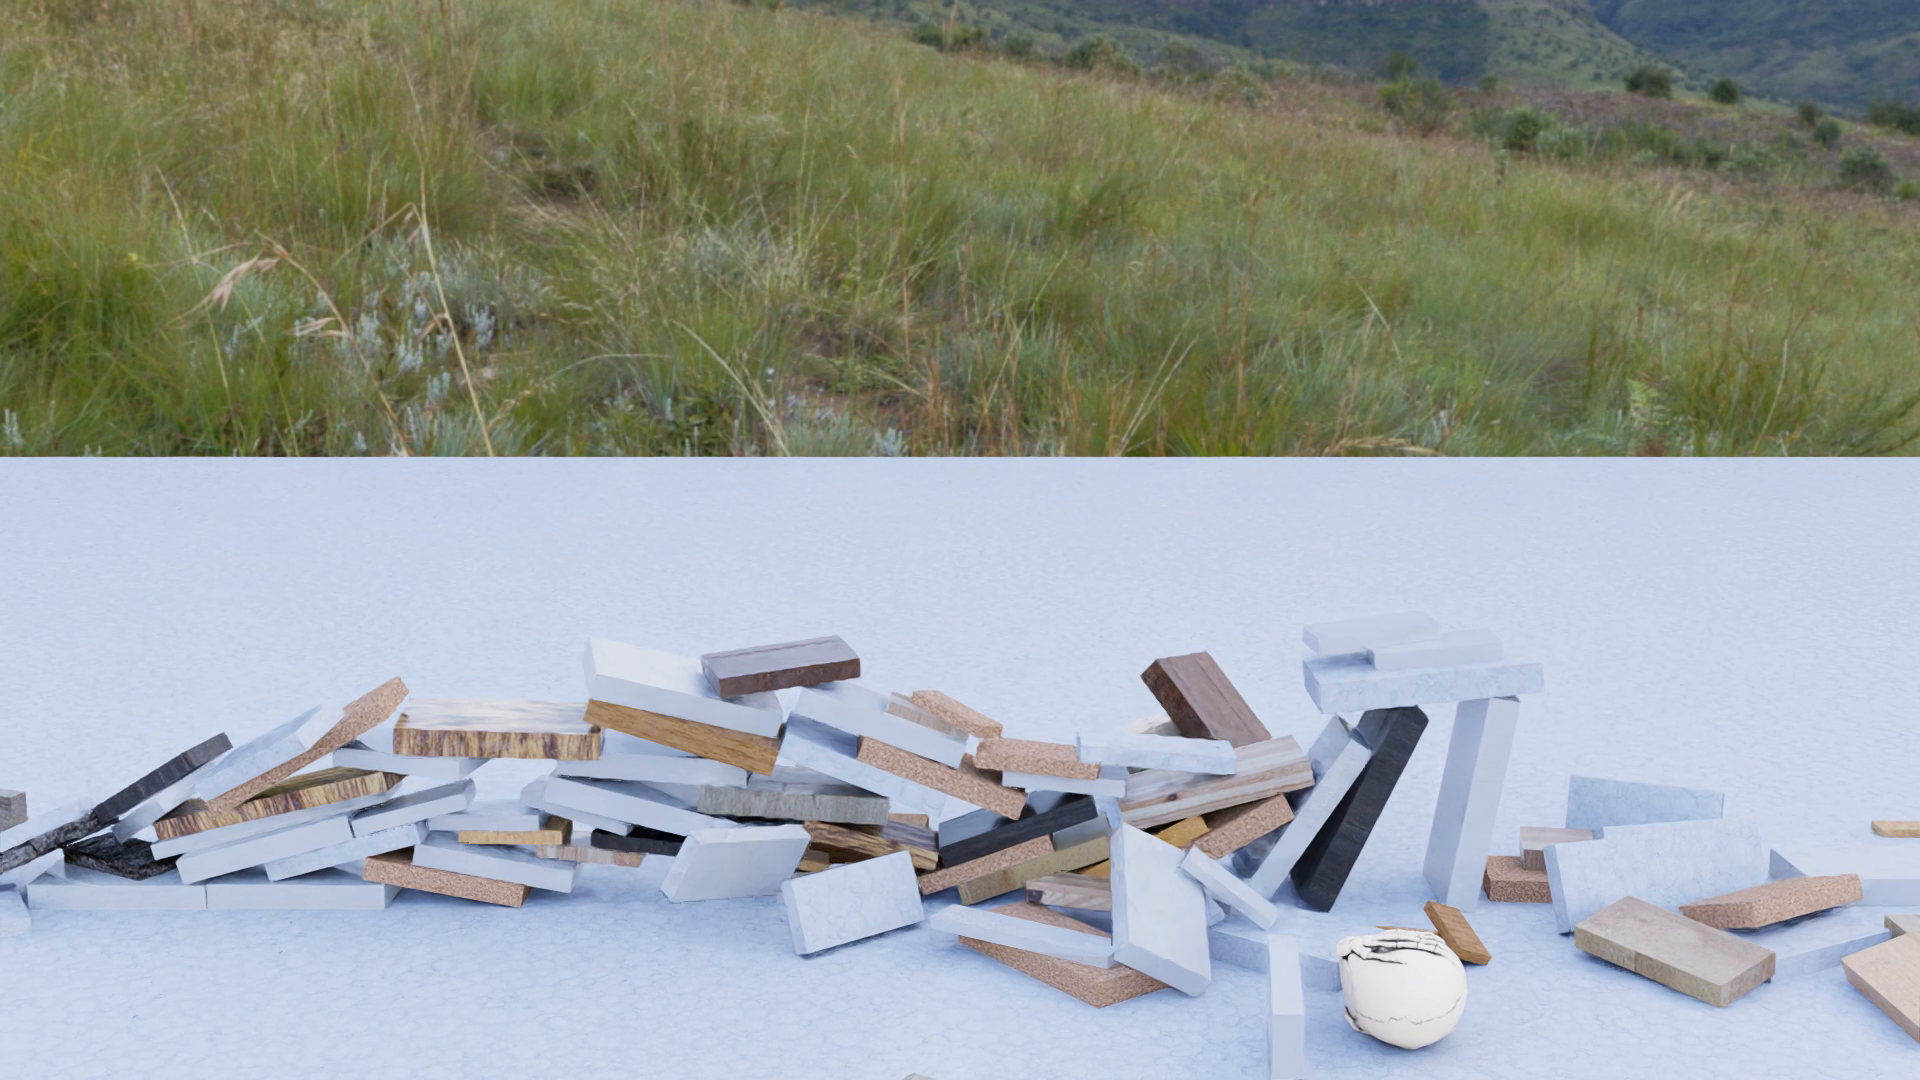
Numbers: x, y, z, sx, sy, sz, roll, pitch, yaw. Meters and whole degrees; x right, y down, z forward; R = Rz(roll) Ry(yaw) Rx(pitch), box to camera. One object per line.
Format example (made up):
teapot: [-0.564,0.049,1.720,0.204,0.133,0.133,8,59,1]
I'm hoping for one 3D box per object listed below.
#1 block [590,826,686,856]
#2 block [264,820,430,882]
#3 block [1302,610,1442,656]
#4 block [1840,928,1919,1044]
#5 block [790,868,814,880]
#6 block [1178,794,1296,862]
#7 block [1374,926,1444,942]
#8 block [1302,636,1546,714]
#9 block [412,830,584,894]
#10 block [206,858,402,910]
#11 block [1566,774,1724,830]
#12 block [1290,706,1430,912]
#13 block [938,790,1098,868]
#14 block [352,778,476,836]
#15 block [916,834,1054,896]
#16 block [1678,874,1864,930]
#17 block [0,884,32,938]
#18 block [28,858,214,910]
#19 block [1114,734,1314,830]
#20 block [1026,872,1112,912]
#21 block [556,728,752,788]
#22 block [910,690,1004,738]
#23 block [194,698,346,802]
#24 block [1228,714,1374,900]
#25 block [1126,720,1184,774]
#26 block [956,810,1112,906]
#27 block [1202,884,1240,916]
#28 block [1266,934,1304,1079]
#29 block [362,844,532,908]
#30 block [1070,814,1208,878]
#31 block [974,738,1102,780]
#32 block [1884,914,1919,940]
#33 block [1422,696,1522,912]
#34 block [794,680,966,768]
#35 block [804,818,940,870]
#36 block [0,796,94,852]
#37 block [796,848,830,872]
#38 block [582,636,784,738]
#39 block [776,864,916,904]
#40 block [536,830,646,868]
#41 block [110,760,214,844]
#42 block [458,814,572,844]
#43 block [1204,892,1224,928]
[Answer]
block: [-0.518,0.495,3.657,0.171,0.024,0.086,6,10,6]
block: [-1.007,0.498,3.653,0.261,0.037,0.130,-15,10,4]
block: [0.678,0.153,3.626,0.205,0.029,0.103,-7,10,-6]
block: [1.387,0.643,3.159,0.131,0.037,0.262,-21,11,2]
block: [-0.304,0.551,3.659,0.121,0.017,0.060,0,10,-1]
block: [0.396,0.494,3.653,0.316,0.045,0.158,-29,9,5]
block: [0.703,0.613,3.422,0.053,0.015,0.105,9,-9,-41]
block: [0.754,0.220,3.598,0.357,0.051,0.179,-6,10,1]
block: [-0.764,0.526,3.661,0.261,0.037,0.130,11,10,-2]
block: [-1.084,0.570,3.662,0.291,0.041,0.145,0,11,1]
block: [1.194,0.490,3.843,0.257,0.128,0.036,5,-3,24]
block: [0.653,0.421,3.635,0.051,0.357,0.179,25,10,-4]
block: [0.094,0.466,3.655,0.264,0.037,0.132,-19,10,3]
block: [-0.897,0.439,3.620,0.188,0.027,0.094,-14,10,0]
block: [0.042,0.522,3.658,0.227,0.032,0.113,-19,10,4]
block: [1.285,0.574,3.481,0.275,0.039,0.138,-5,-8,-34]
block: [-1.559,0.600,3.541,0.094,0.027,0.187,-6,12,-29]
block: [-1.376,0.571,3.661,0.291,0.041,0.145,0,11,1]
block: [0.414,0.401,3.636,0.316,0.045,0.158,-14,10,0]
block: [0.231,0.560,3.486,0.230,0.033,0.115,0,0,37]
block: [-0.500,0.358,3.660,0.310,0.044,0.155,4,10,1]
block: [-0.005,0.286,3.620,0.143,0.020,0.072,25,11,32]
block: [-1.108,0.338,3.528,0.237,0.034,0.118,-26,15,25]
block: [0.562,0.448,3.645,0.045,0.316,0.158,33,9,-6]
block: [0.437,0.411,4.044,0.050,0.176,0.352,-42,-16,31]
block: [0.126,0.529,3.660,0.264,0.037,0.132,-19,10,4]
block: [0.408,0.565,3.497,0.062,0.017,0.123,-8,13,-37]
block: [0.437,0.650,2.959,0.040,0.141,0.283,1,11,7]
block: [-0.844,0.549,3.659,0.261,0.037,0.131,11,10,-2]
block: [0.282,0.510,3.658,0.264,0.037,0.132,-29,9,5]
block: [0.131,0.359,3.625,0.201,0.028,0.100,6,10,7]
block: [1.533,0.639,3.278,0.167,0.047,0.333,0,11,-2]
block: [0.843,0.413,3.634,0.051,0.357,0.179,9,10,-2]
block: [-0.129,0.293,3.633,0.283,0.040,0.141,20,10,-3]
block: [-0.147,0.489,3.653,0.227,0.032,0.113,15,10,-3]
block: [-1.560,0.489,3.666,0.219,0.031,0.109,-24,2,-11]
block: [-0.278,0.526,3.650,0.121,0.017,0.060,13,10,-8]
block: [-0.456,0.241,3.605,0.313,0.044,0.157,14,16,-19]
block: [-0.189,0.574,3.668,0.227,0.032,0.113,0,11,0]
block: [-0.613,0.513,3.671,0.171,0.024,0.085,6,10,1]
block: [-1.321,0.437,3.657,0.226,0.032,0.113,-28,7,47]
block: [-0.739,0.482,3.664,0.171,0.024,0.086,0,10,2]
block: [0.341,0.590,3.391,0.121,0.017,0.060,-27,31,-14]
